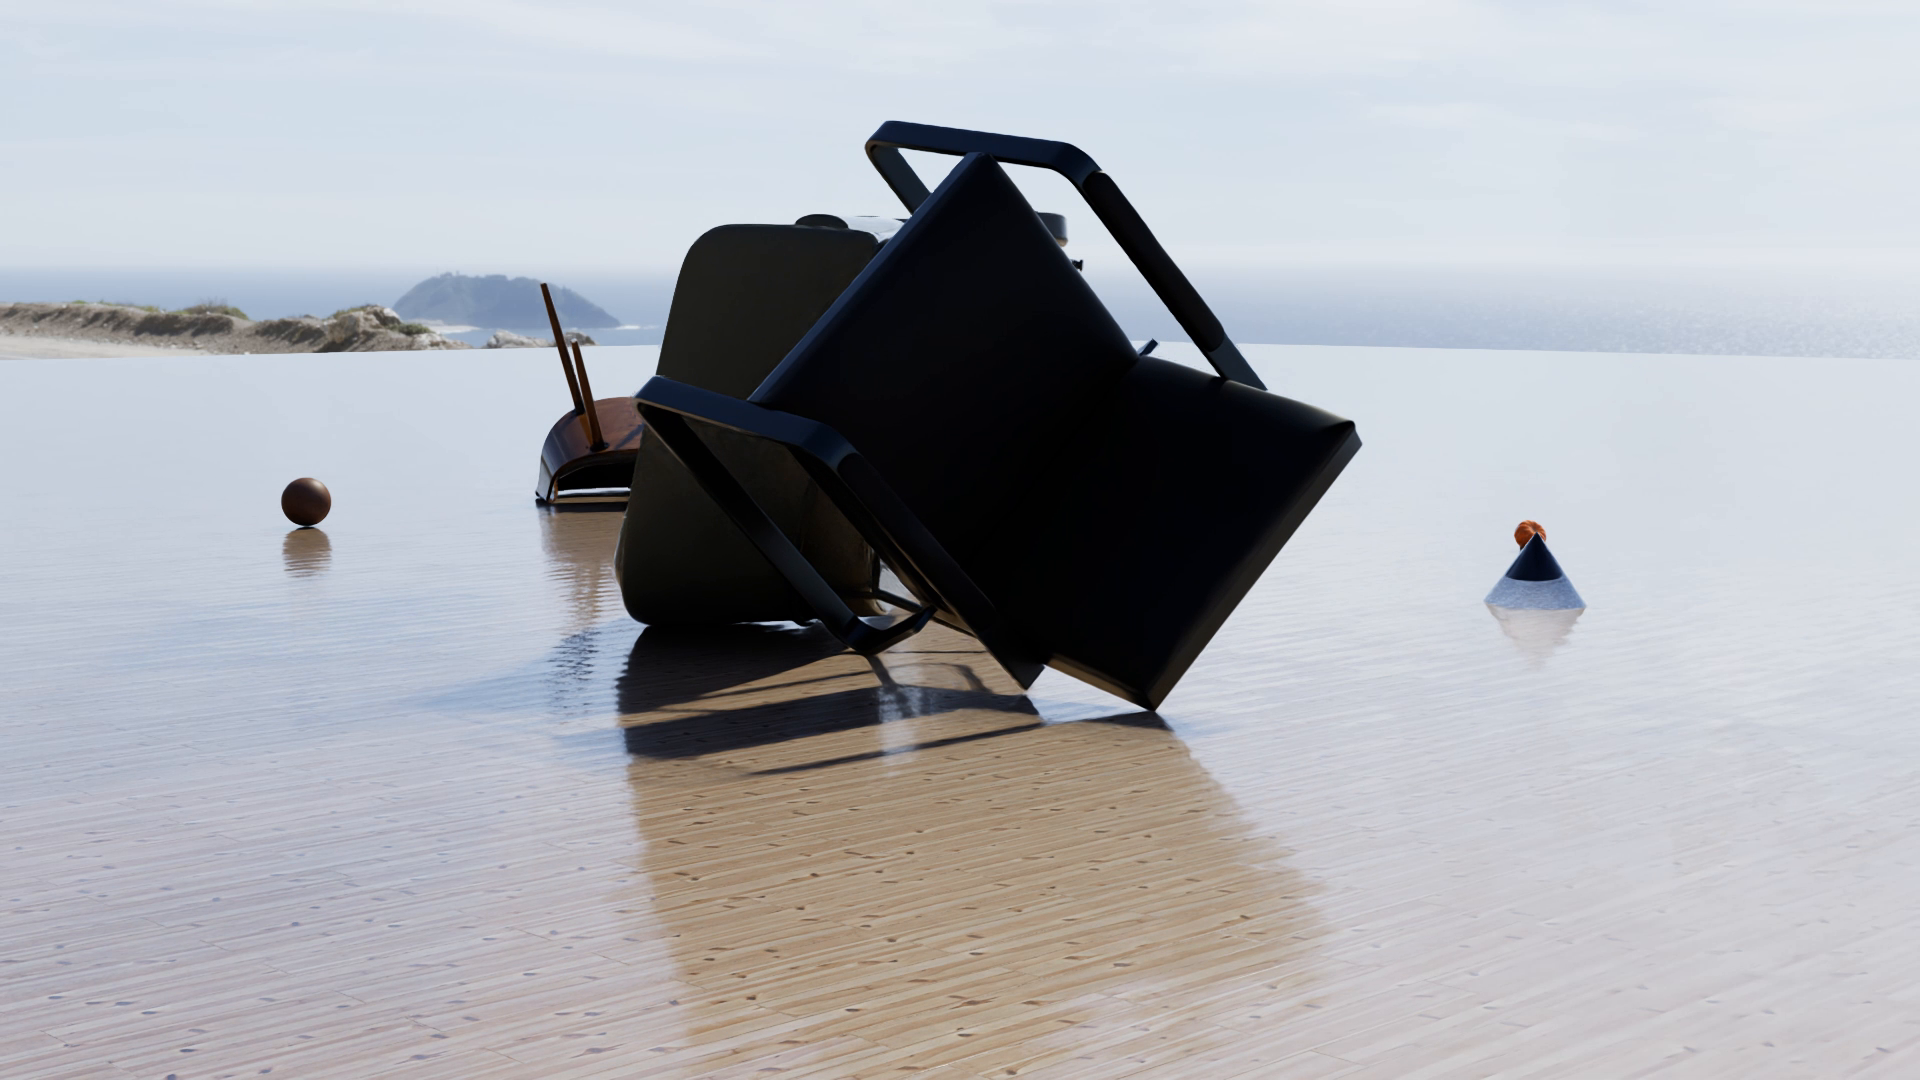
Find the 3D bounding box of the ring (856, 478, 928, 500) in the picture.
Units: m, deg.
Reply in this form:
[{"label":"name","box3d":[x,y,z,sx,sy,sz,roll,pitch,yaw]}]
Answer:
[{"label":"ring","box3d":[-0.199,-0.153,7.642,0.223,0.055,0.196,-5,8,-34]}]

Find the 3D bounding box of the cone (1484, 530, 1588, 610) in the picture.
[{"label":"cone","box3d":[1.163,0.054,5.178,0.192,0.146,0.229,-3,7,-29]}]
